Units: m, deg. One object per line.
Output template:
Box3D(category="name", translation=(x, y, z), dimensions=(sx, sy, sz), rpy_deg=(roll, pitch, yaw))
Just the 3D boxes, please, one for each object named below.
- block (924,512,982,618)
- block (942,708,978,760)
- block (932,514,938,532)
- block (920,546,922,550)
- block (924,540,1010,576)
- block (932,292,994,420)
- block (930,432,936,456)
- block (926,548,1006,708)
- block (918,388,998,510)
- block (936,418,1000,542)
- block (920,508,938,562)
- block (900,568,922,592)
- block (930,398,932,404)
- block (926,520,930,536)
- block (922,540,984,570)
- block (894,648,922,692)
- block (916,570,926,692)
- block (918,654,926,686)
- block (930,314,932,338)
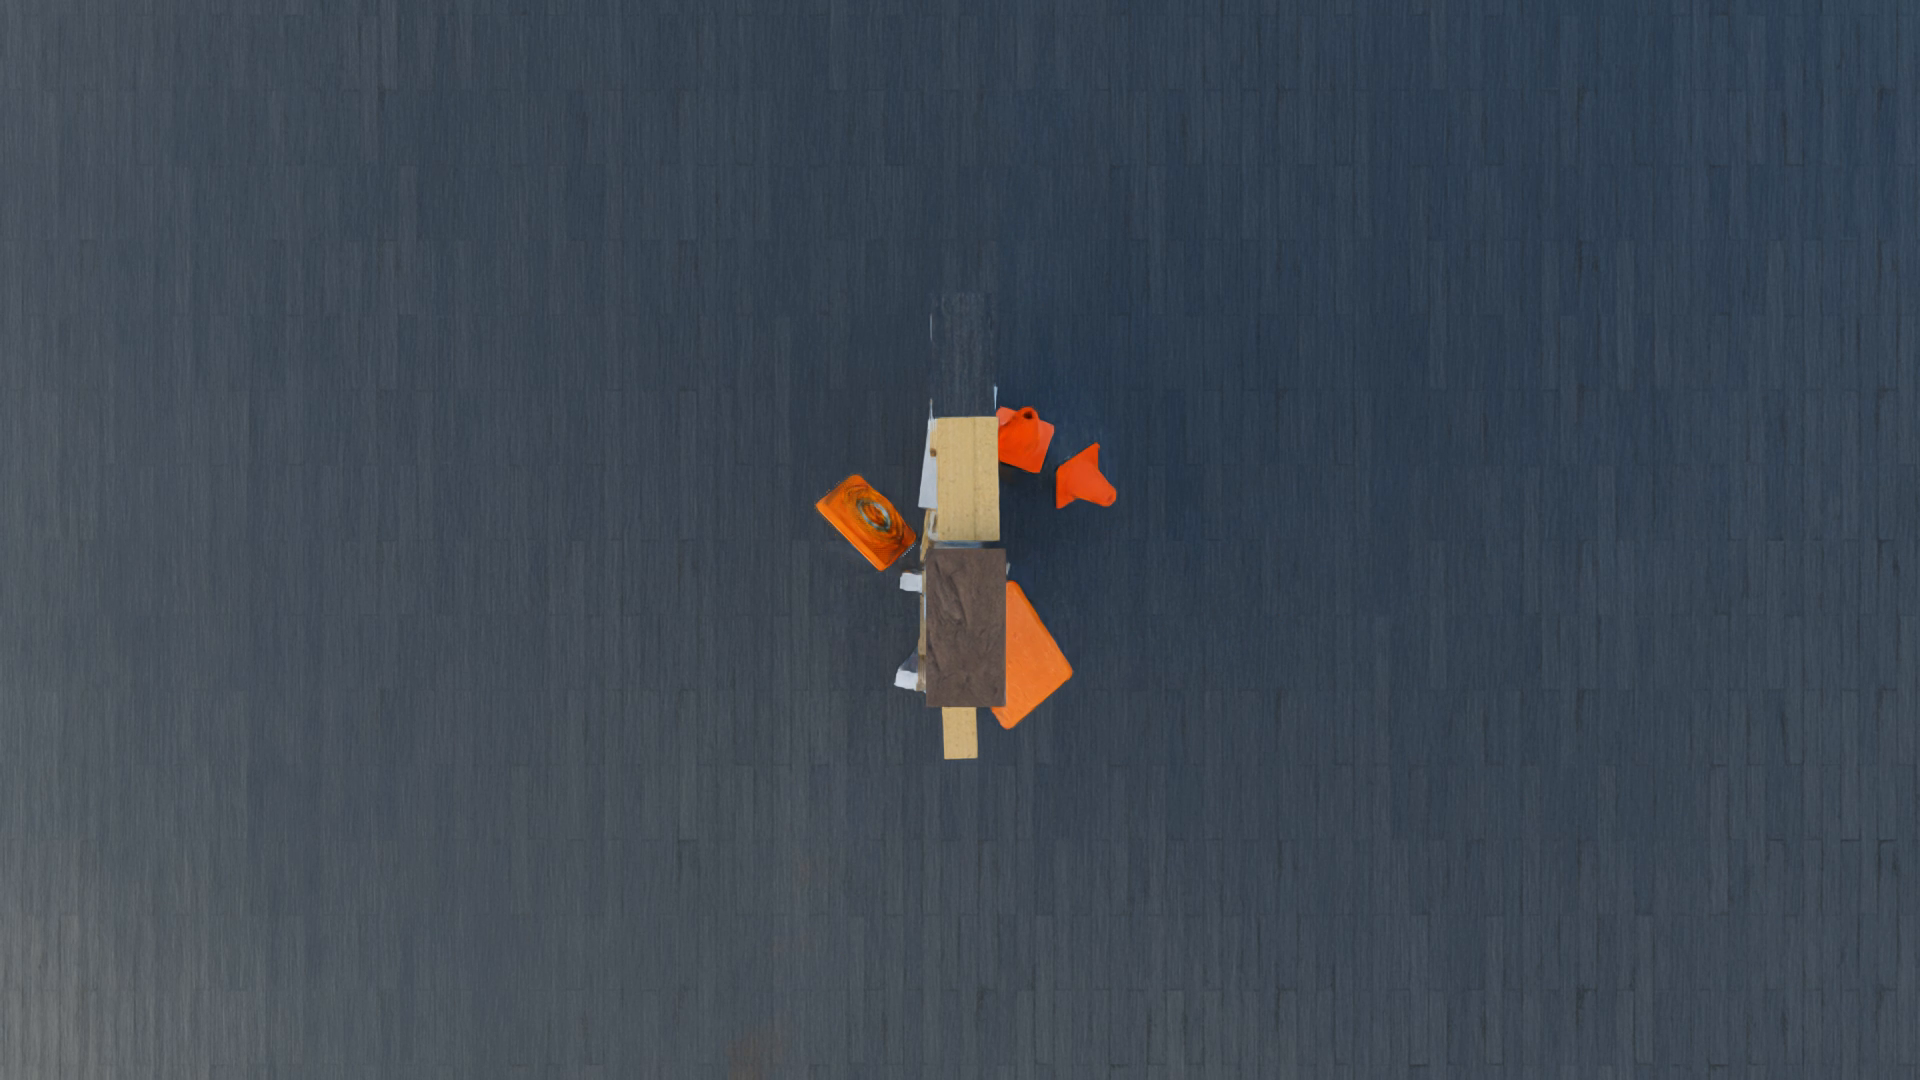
Box3D(category="block", translation=(-0.015, 0.067, 4.097), dimensions=(0.133, 0.038, 0.266), rpy_deg=(4, 90, -2))
Box3D(category="block", translation=(0.000, 0.471, 4.205), dimensions=(0.085, 0.024, 0.169), rpy_deg=(-2, 92, -2))
Box3D(category="block", translation=(0.010, -0.032, 3.927), dimensions=(0.140, 0.304, 0.040), rpy_deg=(6, 89, -3))
Box3D(category="block", translation=(-0.033, 0.013, 4.602), dimensions=(0.145, 0.291, 0.041), rpy_deg=(6, 91, -1))
Box3D(category="block", translation=(0.013, 0.049, 3.901), dimensions=(0.177, 0.355, 0.050), rpy_deg=(17, 90, -3))
Box3D(category="block", translation=(0.006, -0.419, 3.759), dimensions=(0.141, 0.040, 0.282), rpy_deg=(-1, 89, 0))
Box3D(category="block", translation=(-0.001, -0.223, 3.917), dimensions=(0.140, 0.279, 0.040), rpy_deg=(4, 89, -1))
Box3D(category="block", translation=(0.012, 0.196, 3.699), dimensions=(0.177, 0.050, 0.355), rpy_deg=(0, 90, -3))
Box3D(category="block", translation=(-0.005, -0.228, 4.079), dimensions=(0.157, 0.045, 0.315), rpy_deg=(7, 88, -1))
Box3D(category="block", translation=(0.017, -0.138, 3.755), dimensions=(0.139, 0.040, 0.279), rpy_deg=(-1, 89, -2))
Box3D(category="block", translation=(-0.019, -0.081, 4.436), dimensions=(0.145, 0.041, 0.291), rpy_deg=(6, 90, -1))
Box3D(category="block", translation=(-0.076, 0.119, 4.593), dimensions=(0.159, 0.319, 0.045), rpy_deg=(8, 91, 2))
Box3D(category="block", translation=(0.005, -0.330, 4.438), dimensions=(0.158, 0.661, 0.045), rpy_deg=(0, 90, 0))
Box3D(category="block", translation=(-0.016, -0.025, 4.265), dimensions=(0.133, 0.297, 0.038), rpy_deg=(5, 91, -2))
Box3D(category="block", translation=(-0.013, -0.044, 4.774), dimensions=(0.171, 0.049, 0.343), rpy_deg=(4, 90, 2))
Box3D(category="block", translation=(-0.073, 0.372, 4.739), dimensions=(0.159, 0.609, 0.045), rpy_deg=(12, 93, 4))
Box3D(category="block", translation=(-0.029, 0.245, 4.407), dimensions=(0.159, 0.045, 0.319), rpy_deg=(3, 90, -1))
Box3D(category="block", translation=(0.000, 0.315, 3.956), dimensions=(0.177, 0.461, 0.050), rpy_deg=(1, 90, -4))
Box3D(category="block", translation=(0.003, -0.500, 4.640), dimensions=(0.141, 1.719, 0.040), rpy_deg=(2, 90, 0))
